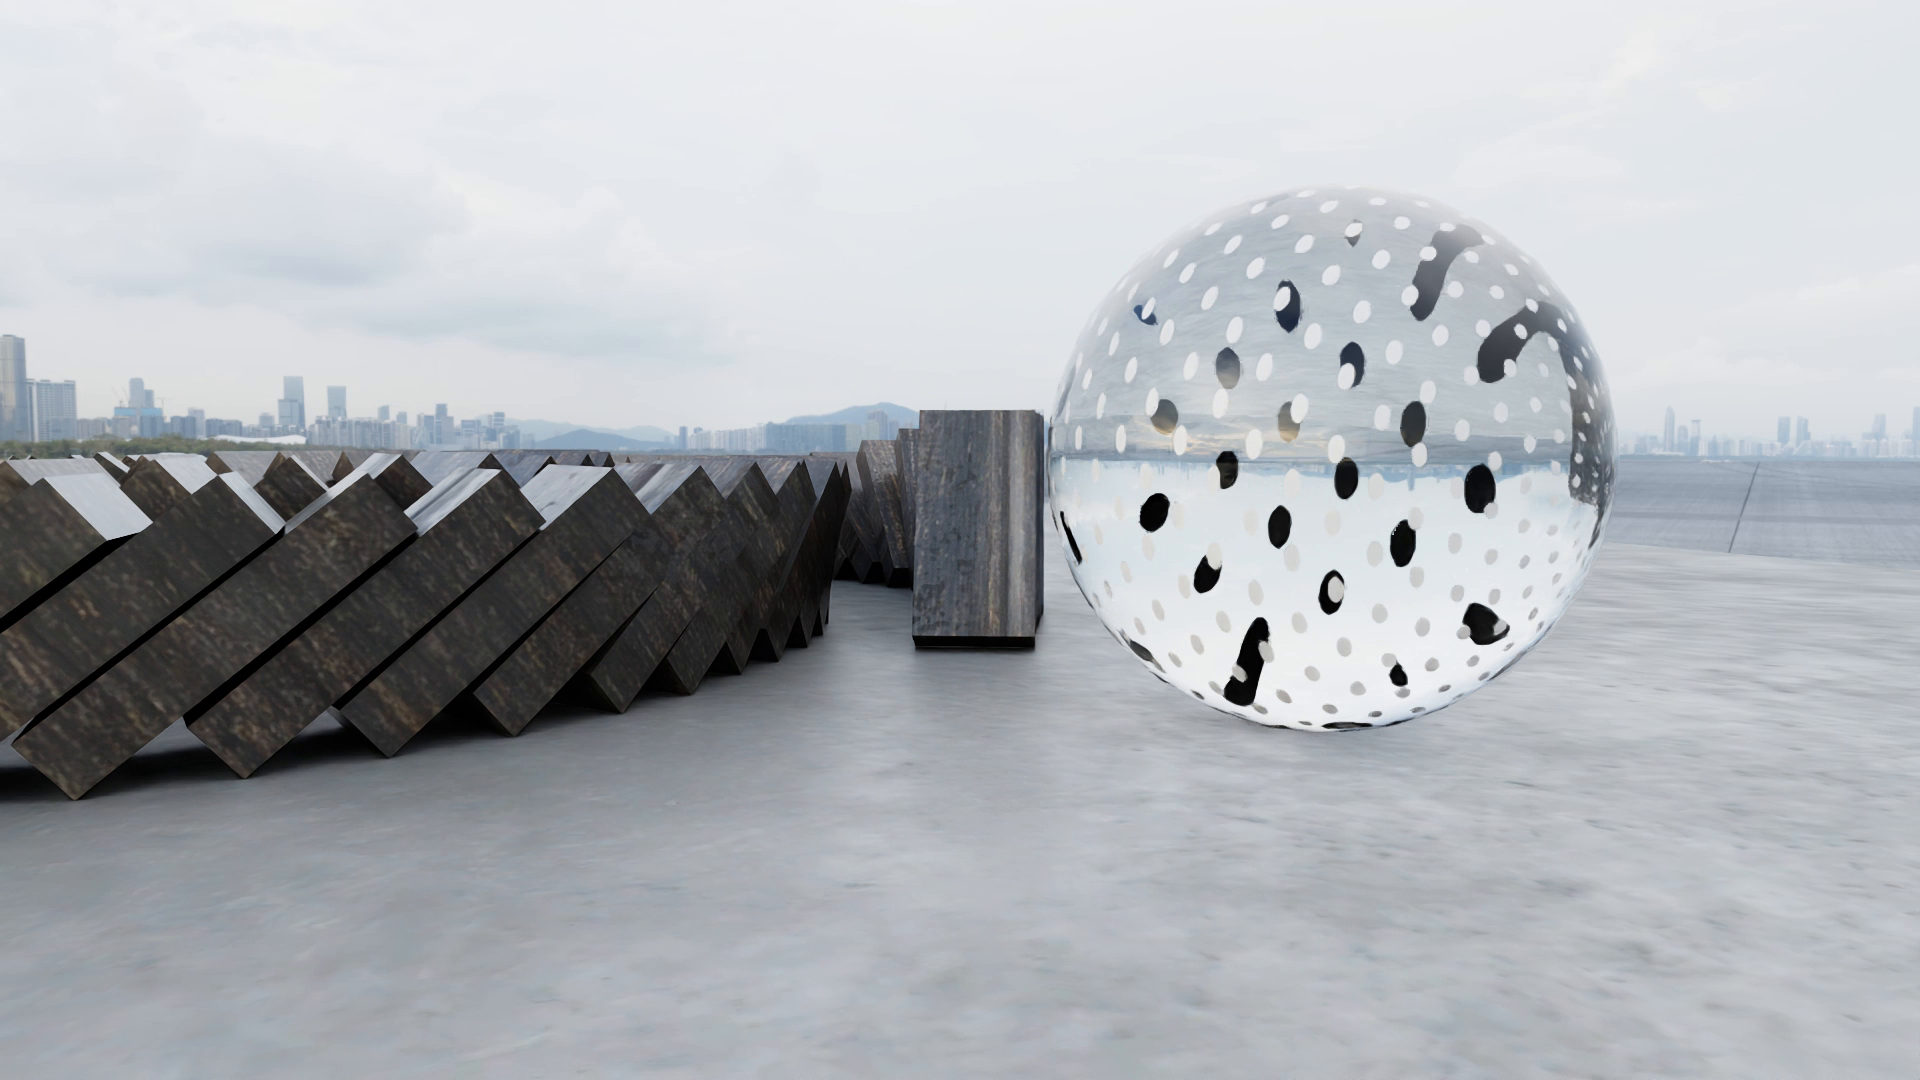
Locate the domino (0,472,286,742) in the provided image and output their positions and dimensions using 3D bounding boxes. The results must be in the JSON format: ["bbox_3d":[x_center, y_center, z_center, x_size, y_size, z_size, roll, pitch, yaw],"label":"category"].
[{"bbox_3d":[-0.111,0.011,0.162,0.050,0.009,0.025,-43,20,-16],"label":"domino"}]

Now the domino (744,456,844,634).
[{"bbox_3d":[-0.042,0.000,0.301,0.025,0.009,0.050,1,44,2],"label":"domino"}]

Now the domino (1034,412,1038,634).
[{"bbox_3d":[0.005,-0.004,0.293,0.025,0.050,0.010,0,-19,3],"label":"domino"}]

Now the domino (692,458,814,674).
[{"bbox_3d":[-0.048,0.004,0.254,0.025,0.010,0.050,1,45,15],"label":"domino"}]

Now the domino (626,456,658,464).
[{"bbox_3d":[-0.078,-0.005,0.374,0.025,0.010,0.050,-3,45,-36],"label":"domino"}]

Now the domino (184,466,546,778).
[{"bbox_3d":[-0.084,0.010,0.181,0.050,0.009,0.025,-46,27,-23],"label":"domino"}]

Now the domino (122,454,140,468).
[{"bbox_3d":[-0.268,-0.010,0.448,0.050,0.010,0.025,40,-12,-21],"label":"domino"}]

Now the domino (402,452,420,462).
[{"bbox_3d":[-0.134,-0.004,0.349,0.025,0.009,0.050,-3,47,-38],"label":"domino"}]

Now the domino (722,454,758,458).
[{"bbox_3d":[-0.049,-0.002,0.333,0.025,0.010,0.050,0,44,-11],"label":"domino"}]

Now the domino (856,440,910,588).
[{"bbox_3d":[-0.015,-0.009,0.395,0.025,0.050,0.010,-1,-37,-21],"label":"domino"}]

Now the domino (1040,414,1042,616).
[{"bbox_3d":[0.007,-0.006,0.313,0.025,0.050,0.010,0,-19,3],"label":"domino"}]

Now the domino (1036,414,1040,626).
[{"bbox_3d":[0.006,-0.005,0.303,0.025,0.050,0.010,0,-19,3],"label":"domino"}]

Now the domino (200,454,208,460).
[{"bbox_3d":[-0.253,-0.011,0.456,0.050,0.009,0.025,39,-7,-15],"label":"domino"}]

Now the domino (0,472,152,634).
[{"bbox_3d":[-0.125,0.012,0.154,0.050,0.010,0.025,-41,16,-13],"label":"domino"}]

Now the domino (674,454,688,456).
[{"bbox_3d":[-0.094,-0.011,0.458,0.050,0.010,0.025,45,25,22],"label":"domino"}]

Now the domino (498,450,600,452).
[{"bbox_3d":[-0.102,-0.001,0.309,0.025,0.009,0.050,0,47,-3],"label":"domino"}]

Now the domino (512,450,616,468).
[{"bbox_3d":[-0.098,0.000,0.292,0.025,0.010,0.050,2,47,11],"label":"domino"}]

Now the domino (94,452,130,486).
[{"bbox_3d":[-0.243,-0.007,0.393,0.050,0.009,0.025,43,-16,-24],"label":"domino"}]

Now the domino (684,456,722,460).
[{"bbox_3d":[-0.059,-0.003,0.348,0.025,0.010,0.050,-2,44,-23],"label":"domino"}]

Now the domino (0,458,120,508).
[{"bbox_3d":[-0.159,0.007,0.202,0.050,0.009,0.025,-42,9,-3],"label":"domino"}]

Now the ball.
[{"bbox_3d":[0.053,-0.012,0.191,0.080,0.080,0.080,0,4,0],"label":"ball"}]

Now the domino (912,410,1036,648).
[{"bbox_3d":[0.003,-0.003,0.272,0.025,0.050,0.010,0,-18,3],"label":"domino"}]

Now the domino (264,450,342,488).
[{"bbox_3d":[-0.168,-0.005,0.359,0.050,0.010,0.025,45,18,13],"label":"domino"}]

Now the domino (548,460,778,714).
[{"bbox_3d":[-0.055,0.006,0.221,0.025,0.010,0.050,3,45,32],"label":"domino"}]

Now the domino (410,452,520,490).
[{"bbox_3d":[-0.110,0.004,0.244,0.025,0.010,0.050,3,48,37],"label":"domino"}]

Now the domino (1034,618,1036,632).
[{"bbox_3d":[0.004,-0.004,0.283,0.025,0.050,0.010,0,-19,3],"label":"domino"}]

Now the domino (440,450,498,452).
[{"bbox_3d":[-0.121,-0.003,0.337,0.025,0.010,0.050,-2,47,-27],"label":"domino"}]

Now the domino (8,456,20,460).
[{"bbox_3d":[-0.294,-0.009,0.427,0.050,0.010,0.025,44,-22,-31],"label":"domino"}]

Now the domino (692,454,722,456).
[{"bbox_3d":[-0.080,-0.010,0.450,0.050,0.010,0.025,47,29,25],"label":"domino"}]

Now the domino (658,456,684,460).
[{"bbox_3d":[-0.068,-0.004,0.362,0.025,0.010,0.050,-2,44,-29],"label":"domino"}]

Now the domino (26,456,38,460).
[{"bbox_3d":[-0.255,-0.006,0.381,0.050,0.009,0.025,44,-22,-31],"label":"domino"}]

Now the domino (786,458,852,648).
[{"bbox_3d":[-0.041,0.002,0.285,0.025,0.010,0.050,1,44,9],"label":"domino"}]

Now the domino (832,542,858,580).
[{"bbox_3d":[-0.041,-0.008,0.420,0.025,0.010,0.050,-4,44,-41],"label":"domino"}]

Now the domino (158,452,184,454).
[{"bbox_3d":[-0.229,-0.008,0.403,0.050,0.009,0.025,41,-8,-14],"label":"domino"}]

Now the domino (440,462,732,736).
[{"bbox_3d":[-0.062,0.008,0.205,0.025,0.010,0.050,5,46,44],"label":"domino"}]

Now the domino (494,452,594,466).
[{"bbox_3d":[-0.100,0.002,0.276,0.025,0.010,0.050,2,46,19],"label":"domino"}]

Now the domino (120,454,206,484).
[{"bbox_3d":[-0.202,-0.004,0.356,0.050,0.010,0.025,40,3,-3],"label":"domino"}]

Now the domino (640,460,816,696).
[{"bbox_3d":[-0.049,0.005,0.236,0.025,0.010,0.050,2,45,28],"label":"domino"}]

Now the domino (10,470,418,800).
[{"bbox_3d":[-0.097,0.010,0.170,0.050,0.009,0.025,-44,22,-19],"label":"domino"}]

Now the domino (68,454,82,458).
[{"bbox_3d":[-0.282,-0.010,0.439,0.050,0.010,0.025,41,-16,-25],"label":"domino"}]

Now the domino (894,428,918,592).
[{"bbox_3d":[-0.004,-0.010,0.382,0.025,0.050,0.010,-1,-28,-13],"label":"domino"}]

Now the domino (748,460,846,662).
[{"bbox_3d":[-0.043,0.003,0.268,0.025,0.010,0.050,1,43,15],"label":"domino"}]

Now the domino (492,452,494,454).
[{"bbox_3d":[-0.112,-0.002,0.324,0.025,0.010,0.050,-1,47,-19],"label":"domino"}]

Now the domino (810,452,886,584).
[{"bbox_3d":[-0.029,-0.008,0.408,0.025,0.009,0.050,-3,46,-35],"label":"domino"}]

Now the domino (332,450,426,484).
[{"bbox_3d":[-0.150,-0.005,0.356,0.050,0.010,0.025,49,28,22],"label":"domino"}]

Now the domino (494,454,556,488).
[{"bbox_3d":[-0.103,0.003,0.260,0.025,0.010,0.050,2,46,29],"label":"domino"}]

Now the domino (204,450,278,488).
[{"bbox_3d":[-0.185,-0.005,0.359,0.050,0.010,0.025,43,10,5],"label":"domino"}]

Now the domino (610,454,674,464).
[{"bbox_3d":[-0.090,-0.006,0.386,0.025,0.010,0.050,-3,45,-41],"label":"domino"}]

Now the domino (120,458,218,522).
[{"bbox_3d":[-0.144,0.007,0.209,0.050,0.010,0.025,-43,14,-10],"label":"domino"}]

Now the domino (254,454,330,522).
[{"bbox_3d":[-0.130,0.006,0.218,0.050,0.010,0.025,-46,22,-16],"label":"domino"}]

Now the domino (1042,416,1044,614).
[{"bbox_3d":[0.009,-0.007,0.324,0.025,0.050,0.010,0,-19,3],"label":"domino"}]

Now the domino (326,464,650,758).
[{"bbox_3d":[-0.072,0.009,0.192,0.025,0.010,0.050,6,47,51],"label":"domino"}]

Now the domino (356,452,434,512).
[{"bbox_3d":[-0.118,0.005,0.228,0.050,0.010,0.025,-49,28,-21],"label":"domino"}]

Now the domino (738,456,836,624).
[{"bbox_3d":[-0.044,-0.001,0.317,0.025,0.010,0.050,1,44,-4],"label":"domino"}]
